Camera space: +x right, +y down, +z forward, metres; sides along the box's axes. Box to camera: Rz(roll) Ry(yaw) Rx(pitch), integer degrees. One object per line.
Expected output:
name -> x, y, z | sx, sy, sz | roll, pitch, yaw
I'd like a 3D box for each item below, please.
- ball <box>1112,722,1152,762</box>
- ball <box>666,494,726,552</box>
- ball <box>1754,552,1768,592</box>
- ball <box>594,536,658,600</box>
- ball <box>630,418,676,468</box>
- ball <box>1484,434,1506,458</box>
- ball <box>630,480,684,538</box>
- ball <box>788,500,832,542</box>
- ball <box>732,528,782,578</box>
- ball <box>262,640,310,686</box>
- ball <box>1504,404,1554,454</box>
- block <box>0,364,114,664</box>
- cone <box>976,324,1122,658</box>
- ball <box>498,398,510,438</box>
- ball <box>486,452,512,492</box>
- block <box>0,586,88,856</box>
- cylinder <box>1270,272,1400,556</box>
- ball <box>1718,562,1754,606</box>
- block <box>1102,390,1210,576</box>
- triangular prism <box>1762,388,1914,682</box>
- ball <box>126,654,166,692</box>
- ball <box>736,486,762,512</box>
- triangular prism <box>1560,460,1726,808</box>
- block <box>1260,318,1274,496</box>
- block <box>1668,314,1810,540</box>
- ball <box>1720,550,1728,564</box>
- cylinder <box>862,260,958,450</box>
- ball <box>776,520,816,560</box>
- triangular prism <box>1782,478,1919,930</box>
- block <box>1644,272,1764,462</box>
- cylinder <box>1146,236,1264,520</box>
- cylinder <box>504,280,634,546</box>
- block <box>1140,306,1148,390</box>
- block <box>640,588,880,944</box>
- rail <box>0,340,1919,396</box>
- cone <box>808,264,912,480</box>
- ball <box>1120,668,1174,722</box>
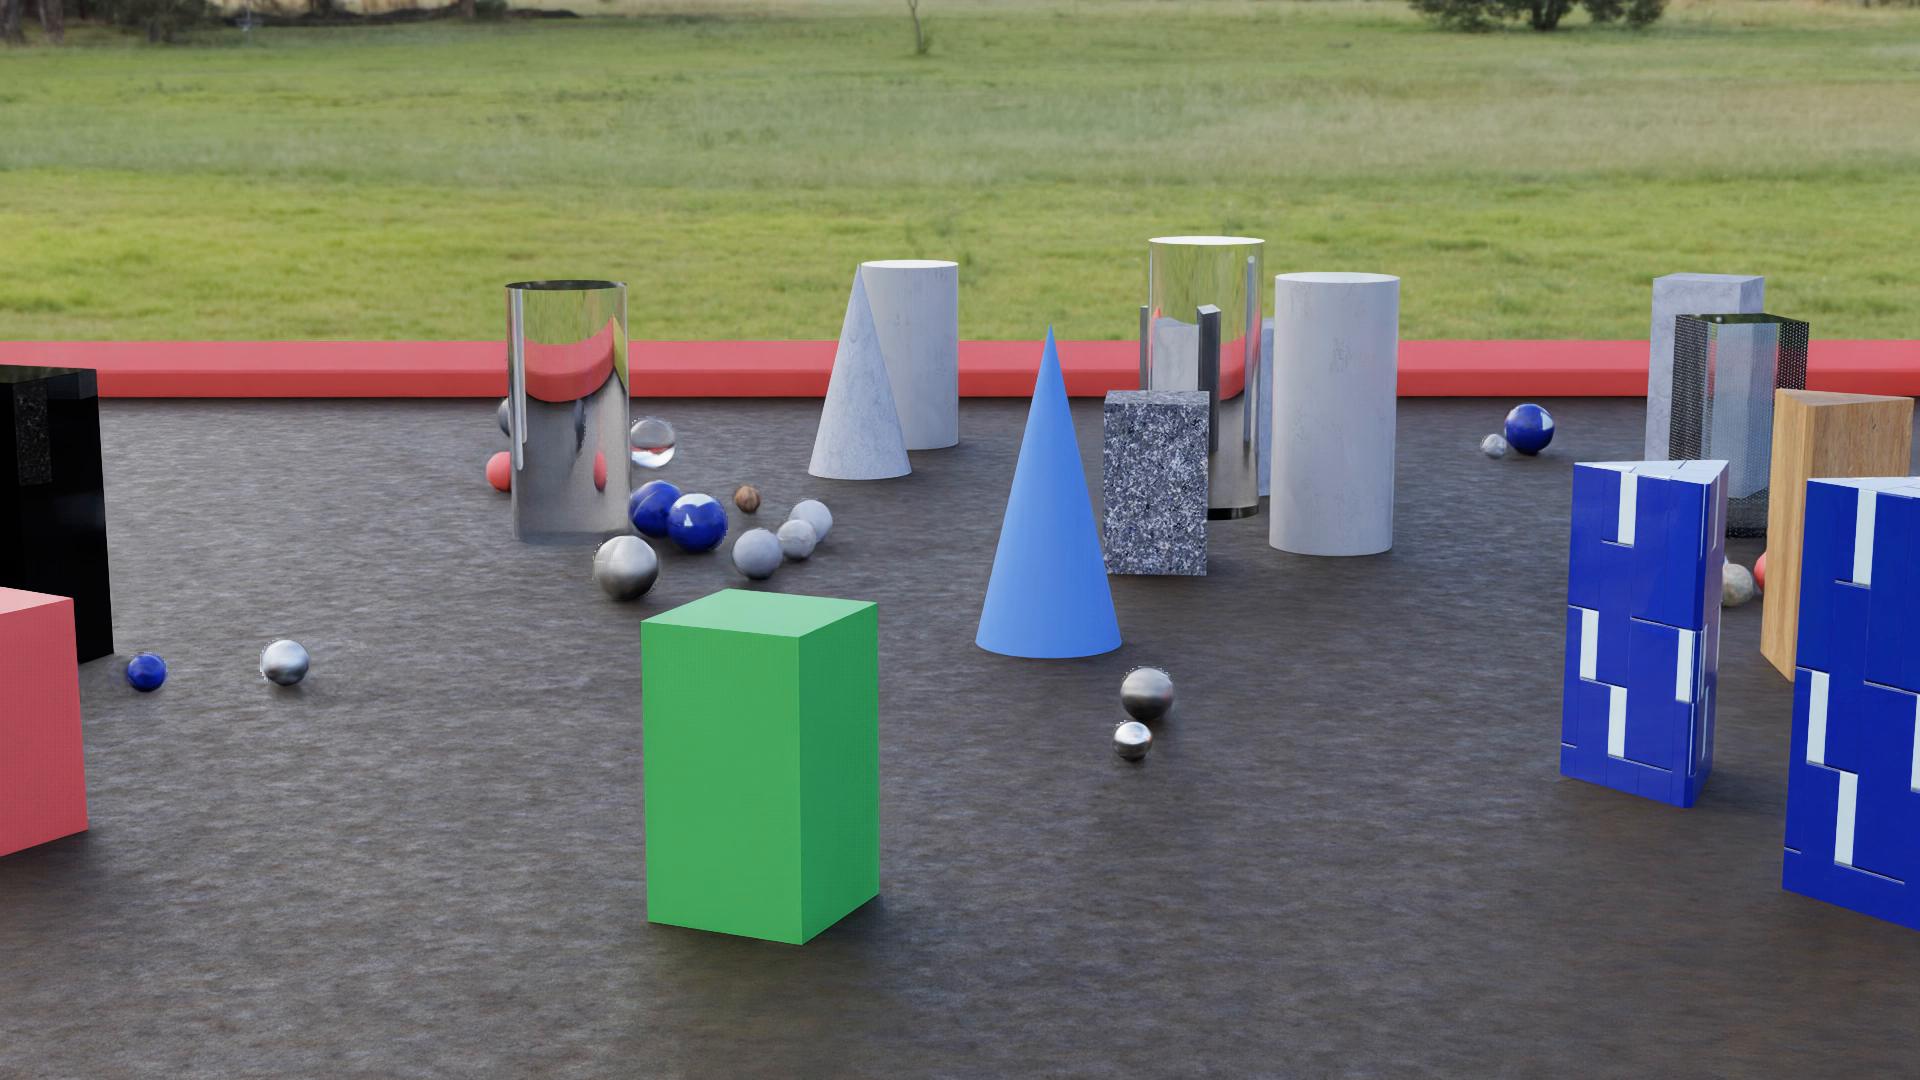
ball -> 0.182, 0.212, 2.701 | 0.042, 0.042, 0.042 | 0, 11, 0
ball -> -0.395, -0.026, 3.847 | 0.089, 0.089, 0.089 | 0, 11, 0
ball -> 1.127, 0.045, 3.529 | 0.066, 0.066, 0.066 | 0, 11, 0
ball -> -0.457, 0.038, 3.509 | 0.088, 0.088, 0.088 | 0, 11, 0
ball -> -0.559, -0.175, 4.641 | 0.090, 0.090, 0.090 | 0, 11, 0
ball -> 0.994, -0.175, 4.768 | 0.043, 0.043, 0.043 | 0, 11, 0
ball -> -0.466, -0.047, 3.962 | 0.089, 0.089, 0.089 | 0, 11, 0
ball -> -0.228, -0.028, 3.916 | 0.067, 0.067, 0.067 | 0, 11, 0
ball -> -0.288, 0.019, 3.655 | 0.070, 0.070, 0.070 | 0, 11, 0
ball -> -0.796, 0.145, 3.028 | 0.054, 0.054, 0.054 | 0, 11, 0
ball -> 1.068, -0.209, 4.815 | 0.093, 0.093, 0.093 | 0, 11, 0
block -> -1.149, -0.026, 3.119 | 0.149, 0.356, 0.149 | 4, 11, 20
cone -> 0.112, -0.071, 3.223 | 0.186, 0.406, 0.186 | 0, 11, 0
ball -> -0.850, -0.238, 4.974 | 0.092, 0.092, 0.092 | 0, 11, 0
ball -> -0.776, -0.117, 4.389 | 0.069, 0.069, 0.069 | 0, 11, 0
block -> -0.940, 0.171, 2.419 | 0.149, 0.227, 0.149 | 6, 12, 31
cylinder -> 0.565, -0.193, 3.876 | 0.186, 0.407, 0.186 | 0, 11, 0
ball -> 1.040, 0.061, 3.464 | 0.059, 0.059, 0.059 | 0, 11, 0
block -> 0.286, -0.085, 3.735 | 0.149, 0.247, 0.149 | 1, 11, 5
triangular prism -> 1.033, -0.012, 3.113 | 0.161, 0.330, 0.139 | -5, 12, -25
ball -> -0.951, 0.156, 2.995 | 0.045, 0.045, 0.045 | 0, 11, 0
ball -> -0.346, -0.067, 4.190 | 0.043, 0.043, 0.043 | 0, 11, 0
triangular prism -> 0.726, 0.086, 2.608 | 0.139, 0.324, 0.161 | -8, 13, -36
block -> 0.536, -0.233, 4.422 | 0.149, 0.284, 0.149 | -6, 12, -28
block -> 1.211, -0.180, 4.005 | 0.149, 0.333, 0.149 | -2, 11, -9
ball -> 1.019, 0.041, 3.527 | 0.074, 0.074, 0.074 | 0, 11, 0
cylinder -> -0.096, -0.358, 4.926 | 0.186, 0.344, 0.186 | 0, 11, 0
ball -> -0.242, -0.001, 3.792 | 0.059, 0.059, 0.059 | 0, 11, 0
triangular prism -> 0.837, 0.133, 2.233 | 0.139, 0.369, 0.161 | -7, 13, -35
block -> 1.289, -0.275, 4.444 | 0.149, 0.359, 0.149 | 7, 12, 32
cylinder -> 0.397, -0.265, 4.167 | 0.186, 0.441, 0.186 | 0, 11, 0
cylinder -> -0.602, -0.199, 3.956 | 0.186, 0.388, 0.186 | 0, 11, 0
block -> 0.443, -0.318, 4.930 | 0.149, 0.265, 0.149 | 6, 12, 27
block -> -0.170, 0.191, 2.213 | 0.149, 0.263, 0.149 | 5, 12, 24
rail -> -0.013, -0.372, 5.606 | 4.413, 0.121, 0.045 | 0, 11, 0
cone -> -0.180, -0.308, 4.578 | 0.186, 0.375, 0.186 | 0, 11, 0
ball -> 0.209, 0.173, 2.864 | 0.060, 0.060, 0.060 | 0, 11, 0
